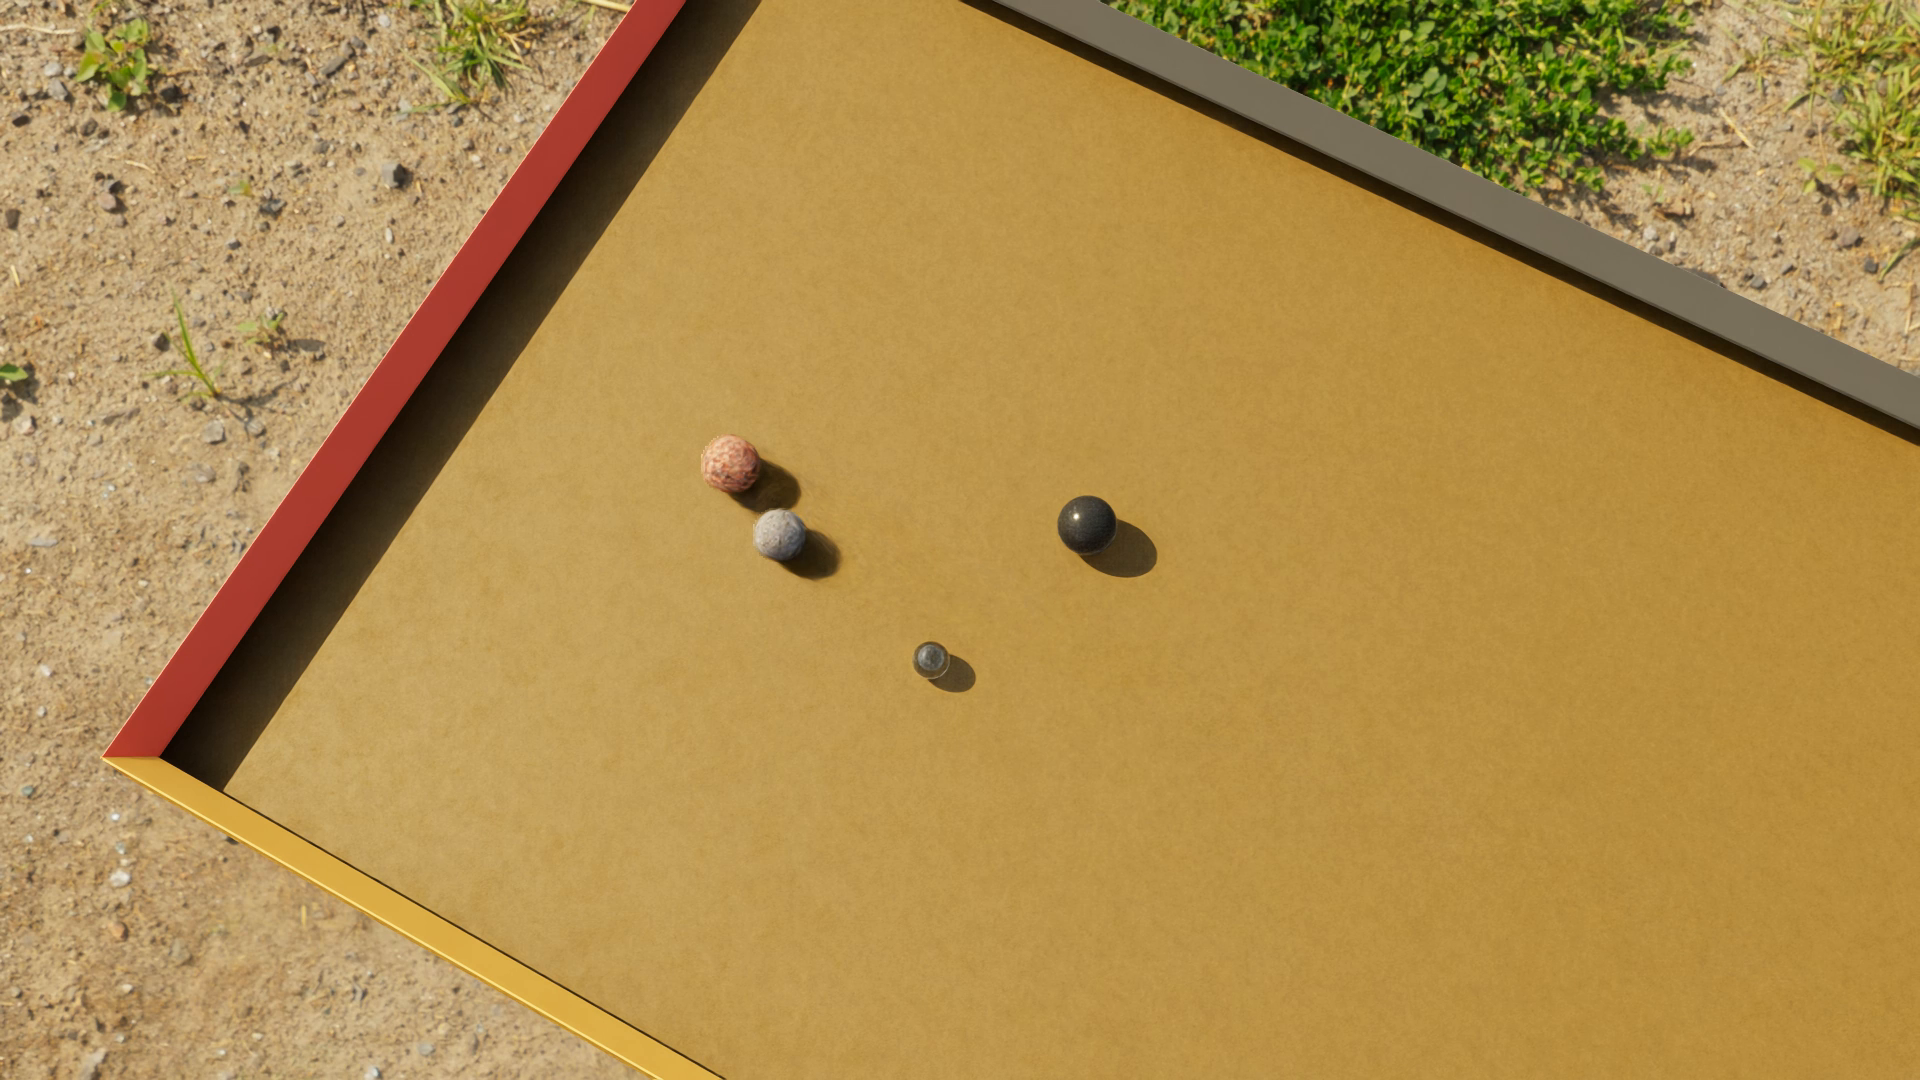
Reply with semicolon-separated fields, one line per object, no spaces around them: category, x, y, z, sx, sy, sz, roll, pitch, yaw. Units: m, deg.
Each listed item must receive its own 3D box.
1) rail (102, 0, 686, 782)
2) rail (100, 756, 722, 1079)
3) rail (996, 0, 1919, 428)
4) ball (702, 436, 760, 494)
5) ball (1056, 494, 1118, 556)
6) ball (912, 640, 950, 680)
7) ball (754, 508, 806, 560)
rail;-0.797;-0.416;3.585;0.045;0.124;1.876;27;72;10
rail;0.379;1.161;2.989;3.728;0.124;0.045;27;72;10
rail;1.256;-0.339;3.556;3.728;0.124;0.045;27;72;10
ball;-0.362;-0.120;3.492;0.091;0.091;0.091;0;69;0
ball;0.200;-0.023;3.453;0.095;0.095;0.095;0;69;0
ball;-0.045;0.185;3.393;0.059;0.059;0.059;0;69;0
ball;-0.282;-0.008;3.455;0.082;0.082;0.082;0;69;0
